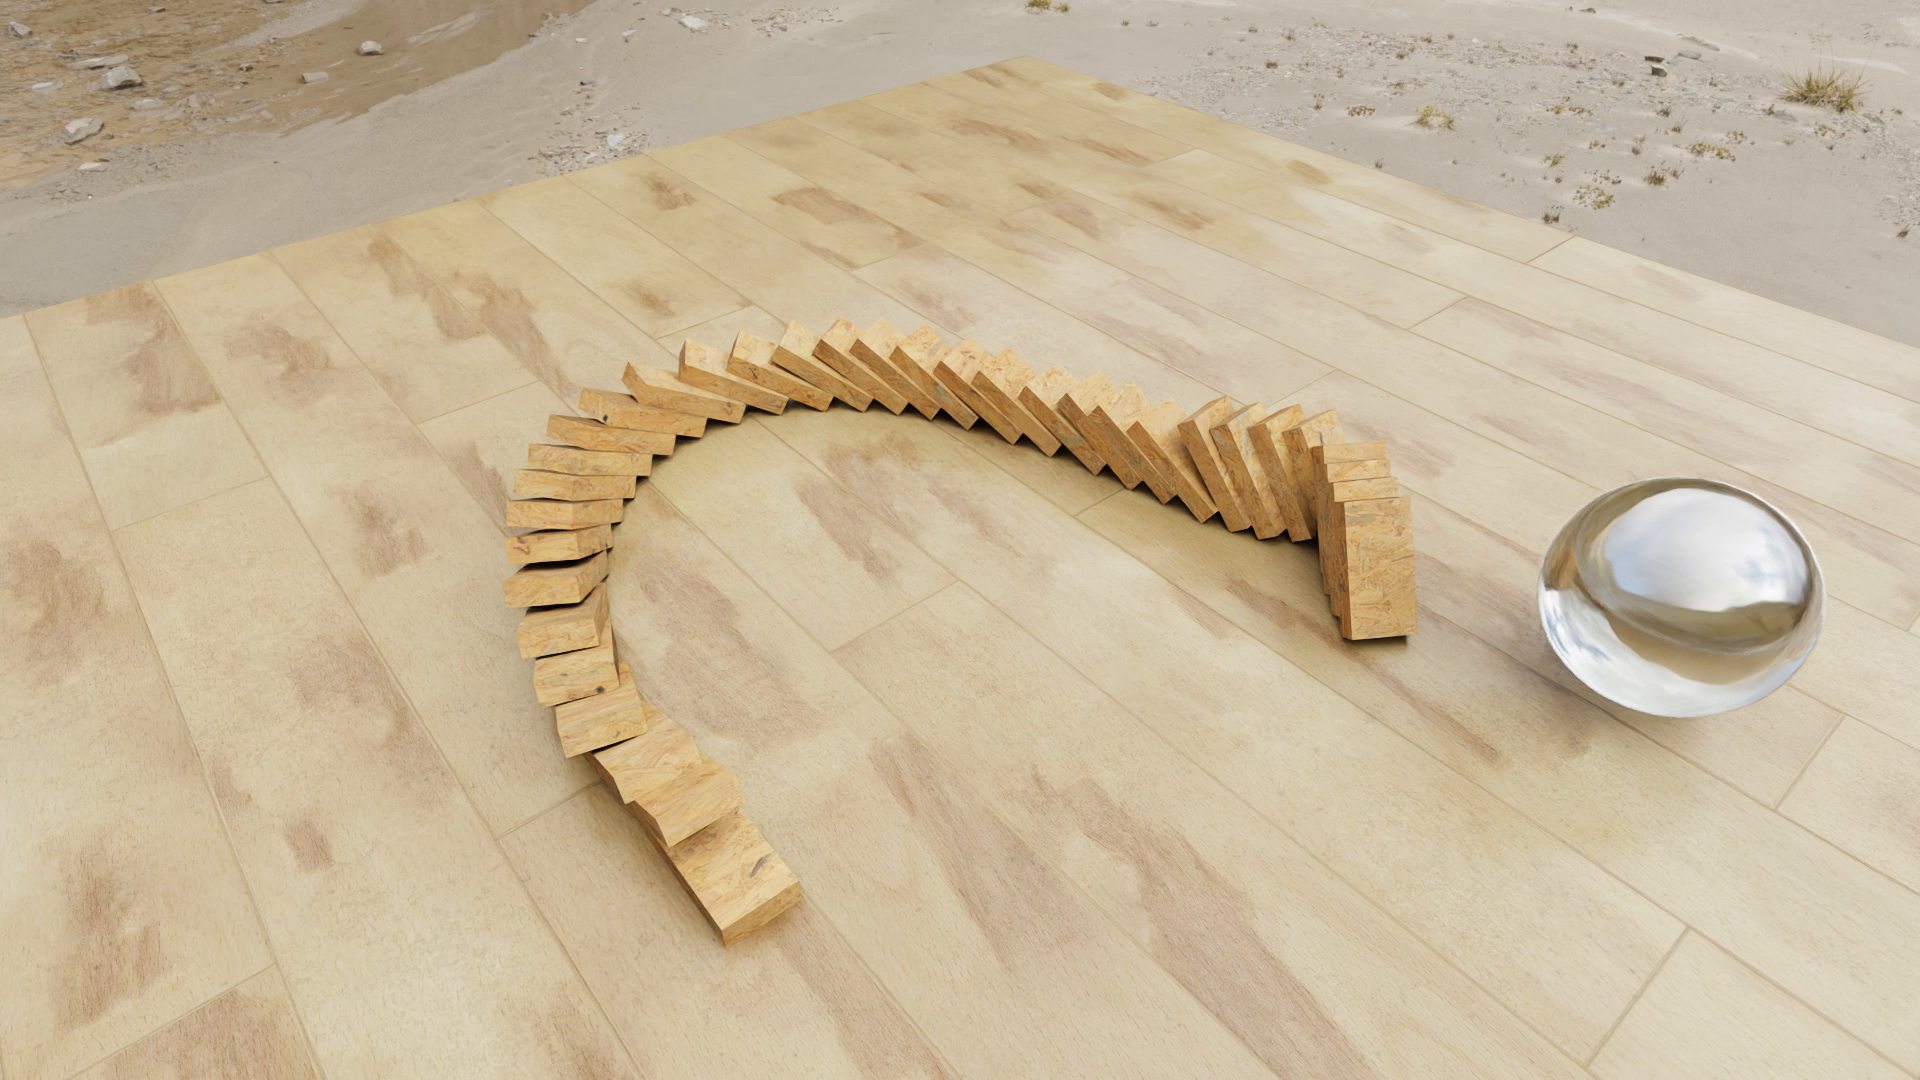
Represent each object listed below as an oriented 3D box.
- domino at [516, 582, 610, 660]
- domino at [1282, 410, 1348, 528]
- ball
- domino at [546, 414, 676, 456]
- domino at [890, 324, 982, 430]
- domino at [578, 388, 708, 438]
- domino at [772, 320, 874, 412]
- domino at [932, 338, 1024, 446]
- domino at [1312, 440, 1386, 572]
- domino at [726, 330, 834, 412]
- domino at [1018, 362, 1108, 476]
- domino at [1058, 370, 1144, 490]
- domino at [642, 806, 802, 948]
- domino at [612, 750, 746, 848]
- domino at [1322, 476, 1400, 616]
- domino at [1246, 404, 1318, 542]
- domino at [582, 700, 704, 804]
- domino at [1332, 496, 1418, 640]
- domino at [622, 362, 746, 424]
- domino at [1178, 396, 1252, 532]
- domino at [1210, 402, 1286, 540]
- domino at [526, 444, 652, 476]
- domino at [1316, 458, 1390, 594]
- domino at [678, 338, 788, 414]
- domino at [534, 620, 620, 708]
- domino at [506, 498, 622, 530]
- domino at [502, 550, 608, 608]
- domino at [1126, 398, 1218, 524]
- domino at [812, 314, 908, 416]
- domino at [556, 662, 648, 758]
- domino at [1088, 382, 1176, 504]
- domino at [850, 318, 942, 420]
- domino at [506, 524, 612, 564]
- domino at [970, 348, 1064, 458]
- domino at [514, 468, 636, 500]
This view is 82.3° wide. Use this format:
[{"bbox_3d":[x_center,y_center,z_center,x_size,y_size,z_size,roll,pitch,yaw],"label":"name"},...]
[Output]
[{"bbox_3d":[-0.141,0.028,0.393,0.025,0.010,0.050,-10,15,-11],"label":"domino"},{"bbox_3d":[0.149,-0.025,0.444,0.025,0.050,0.009,-26,7,-36],"label":"domino"},{"bbox_3d":[0.237,0.019,0.365,0.080,0.080,0.080,0,39,0],"label":"ball"},{"bbox_3d":[-0.150,-0.045,0.477,0.025,0.009,0.050,17,9,26],"label":"domino"},{"bbox_3d":[-0.007,-0.077,0.517,0.050,0.009,0.025,43,46,0],"label":"domino"},{"bbox_3d":[-0.141,-0.057,0.492,0.025,0.010,0.050,27,15,34],"label":"domino"},{"bbox_3d":[-0.063,-0.083,0.526,0.050,0.010,0.025,29,38,-14],"label":"domino"},{"bbox_3d":[0.014,-0.069,0.510,0.050,0.009,0.025,42,49,3],"label":"domino"},{"bbox_3d":[0.154,-0.013,0.430,0.025,0.050,0.010,-5,4,-6],"label":"domino"},{"bbox_3d":[-0.085,-0.081,0.525,0.050,0.010,0.025,21,36,-18],"label":"domino"},{"bbox_3d":[0.053,-0.054,0.493,0.050,0.010,0.025,46,53,9],"label":"domino"},{"bbox_3d":[0.068,-0.048,0.483,0.025,0.009,0.050,-36,83,-35],"label":"domino"},{"bbox_3d":[-0.072,0.094,0.328,0.025,0.009,0.050,-27,47,-29],"label":"domino"},{"bbox_3d":[-0.087,0.075,0.334,0.025,0.009,0.050,-27,19,-29],"label":"domino"},{"bbox_3d":[0.151,0.002,0.412,0.025,0.050,0.009,-6,4,-6],"label":"domino"},{"bbox_3d":[0.137,-0.027,0.448,0.025,0.050,0.009,-28,8,-36],"label":"domino"},{"bbox_3d":[-0.102,0.065,0.346,0.025,0.010,0.050,-26,18,-27],"label":"domino"},{"bbox_3d":[0.152,0.010,0.402,0.025,0.050,0.009,-5,3,-6],"label":"domino"},{"bbox_3d":[-0.127,-0.068,0.507,0.050,0.009,0.025,8,26,-41],"label":"domino"},{"bbox_3d":[0.111,-0.031,0.454,0.025,0.050,0.010,-34,11,-35],"label":"domino"},{"bbox_3d":[0.123,-0.029,0.450,0.025,0.050,0.010,-32,10,-35],"label":"domino"},{"bbox_3d":[-0.154,-0.034,0.462,0.025,0.010,0.050,9,5,16],"label":"domino"},{"bbox_3d":[0.152,-0.005,0.421,0.025,0.050,0.009,-5,4,-6],"label":"domino"},{"bbox_3d":[-0.107,-0.077,0.520,0.050,0.010,0.025,17,33,-24],"label":"domino"},{"bbox_3d":[-0.131,0.041,0.377,0.025,0.009,0.050,-13,16,-16],"label":"domino"},{"bbox_3d":[-0.156,-0.011,0.436,0.025,0.010,0.050,3,5,4],"label":"domino"},{"bbox_3d":[-0.149,0.014,0.408,0.025,0.010,0.050,-5,11,-6],"label":"domino"},{"bbox_3d":[0.096,-0.034,0.465,0.025,0.009,0.050,-34,83,-35],"label":"domino"},{"bbox_3d":[-0.043,-0.084,0.525,0.050,0.010,0.025,36,41,-8],"label":"domino"},{"bbox_3d":[-0.118,0.054,0.360,0.025,0.010,0.050,-16,15,-18],"label":"domino"},{"bbox_3d":[0.081,-0.042,0.474,0.025,0.010,0.050,-37,84,-36],"label":"domino"},{"bbox_3d":[-0.026,-0.082,0.522,0.050,0.009,0.025,40,42,-4],"label":"domino"},{"bbox_3d":[-0.152,0.001,0.421,0.025,0.010,0.050,-4,5,-4],"label":"domino"},{"bbox_3d":[0.032,-0.063,0.502,0.050,0.010,0.025,44,50,4],"label":"domino"},{"bbox_3d":[-0.156,-0.023,0.450,0.025,0.009,0.050,7,5,11],"label":"domino"}]
